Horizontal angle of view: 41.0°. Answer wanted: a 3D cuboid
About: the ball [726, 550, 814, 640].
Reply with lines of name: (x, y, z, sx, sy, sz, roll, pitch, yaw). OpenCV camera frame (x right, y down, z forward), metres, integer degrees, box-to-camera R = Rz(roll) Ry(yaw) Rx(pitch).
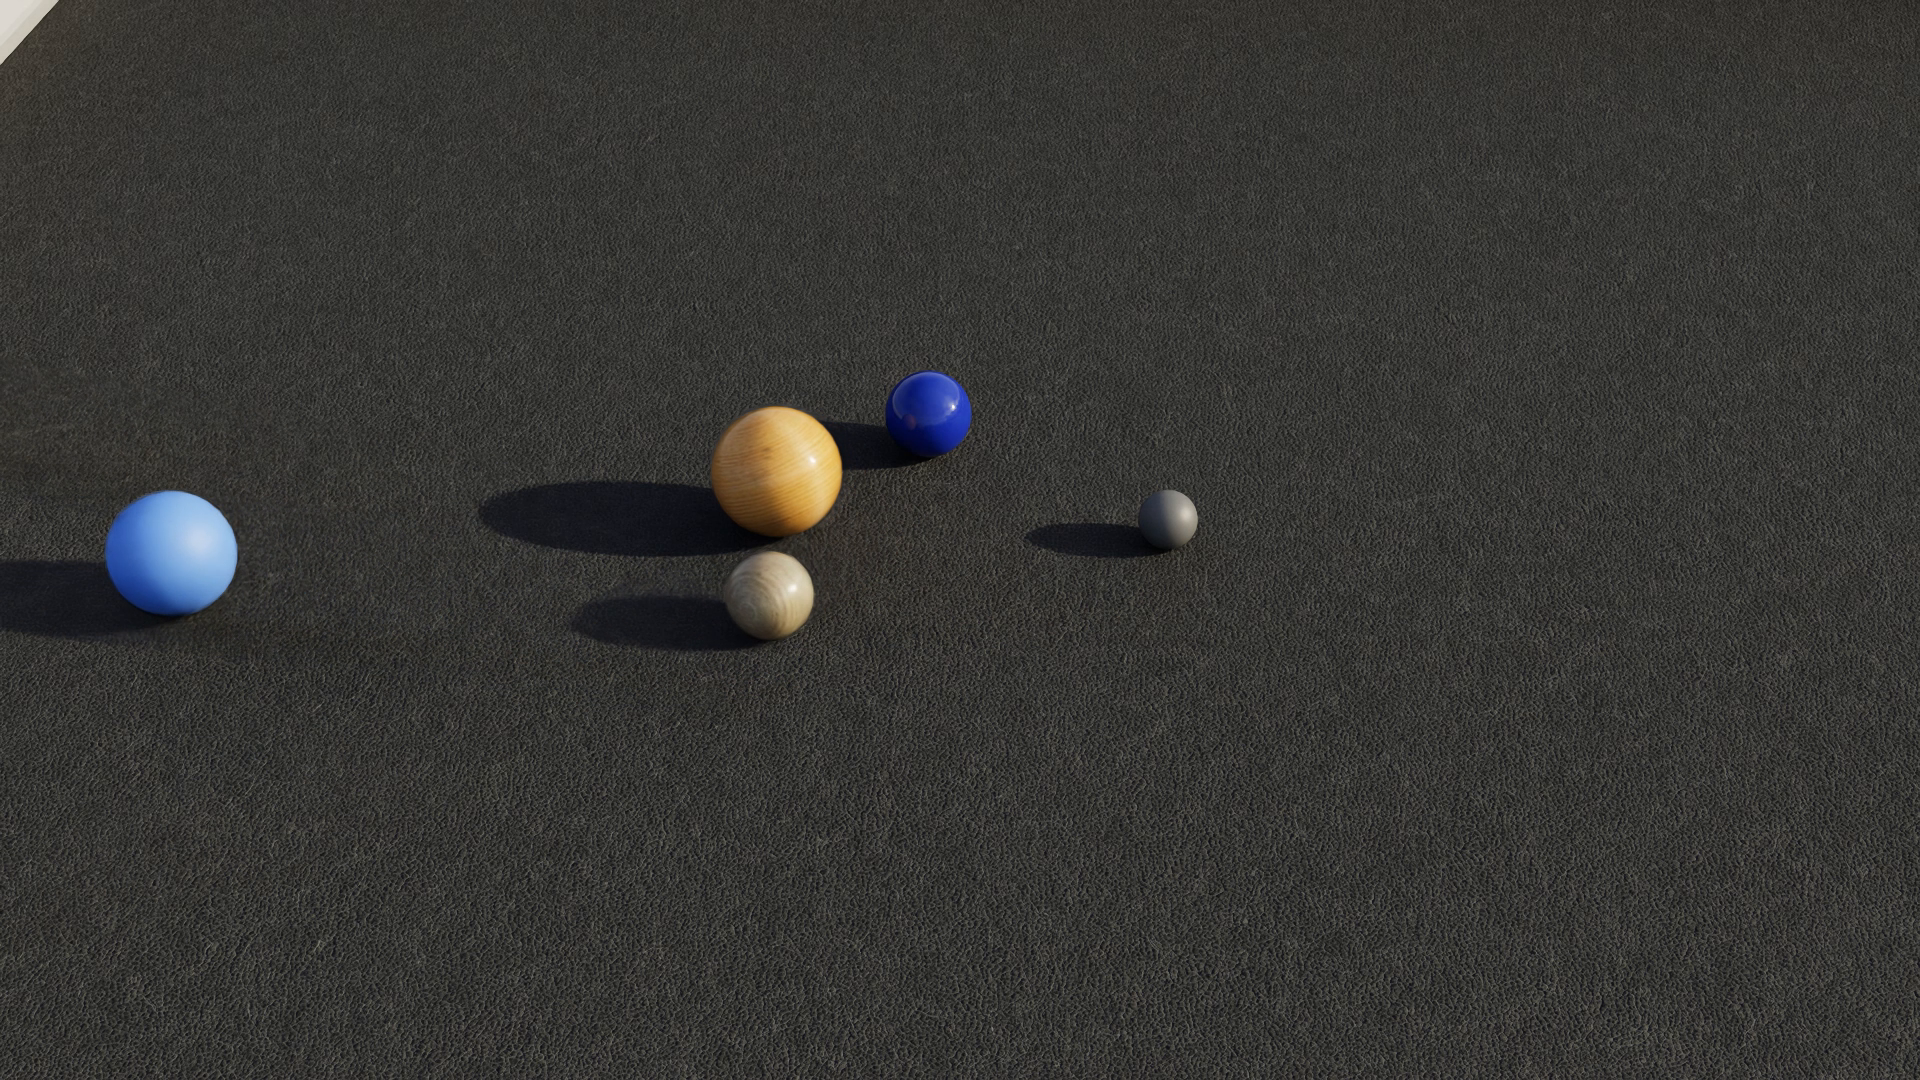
ball: (-0.123, 0.036, 1.667, 0.058, 0.058, 0.058, 0, 36, 0)

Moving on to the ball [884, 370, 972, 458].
ball: (-0.023, -0.090, 1.838, 0.062, 0.062, 0.062, 0, 36, 0)

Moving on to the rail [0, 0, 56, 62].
rail: (-0.932, -0.070, 1.761, 0.045, 0.117, 2.160, 3, 36, 4)

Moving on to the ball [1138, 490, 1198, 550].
ball: (0.142, -0.014, 1.750, 0.041, 0.041, 0.041, 0, 36, 0)

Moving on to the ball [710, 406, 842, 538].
ball: (-0.125, -0.047, 1.754, 0.090, 0.090, 0.090, 0, 36, 0)

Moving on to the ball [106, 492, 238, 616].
ball: (-0.517, 0.009, 1.683, 0.082, 0.082, 0.082, 0, 36, 0)
